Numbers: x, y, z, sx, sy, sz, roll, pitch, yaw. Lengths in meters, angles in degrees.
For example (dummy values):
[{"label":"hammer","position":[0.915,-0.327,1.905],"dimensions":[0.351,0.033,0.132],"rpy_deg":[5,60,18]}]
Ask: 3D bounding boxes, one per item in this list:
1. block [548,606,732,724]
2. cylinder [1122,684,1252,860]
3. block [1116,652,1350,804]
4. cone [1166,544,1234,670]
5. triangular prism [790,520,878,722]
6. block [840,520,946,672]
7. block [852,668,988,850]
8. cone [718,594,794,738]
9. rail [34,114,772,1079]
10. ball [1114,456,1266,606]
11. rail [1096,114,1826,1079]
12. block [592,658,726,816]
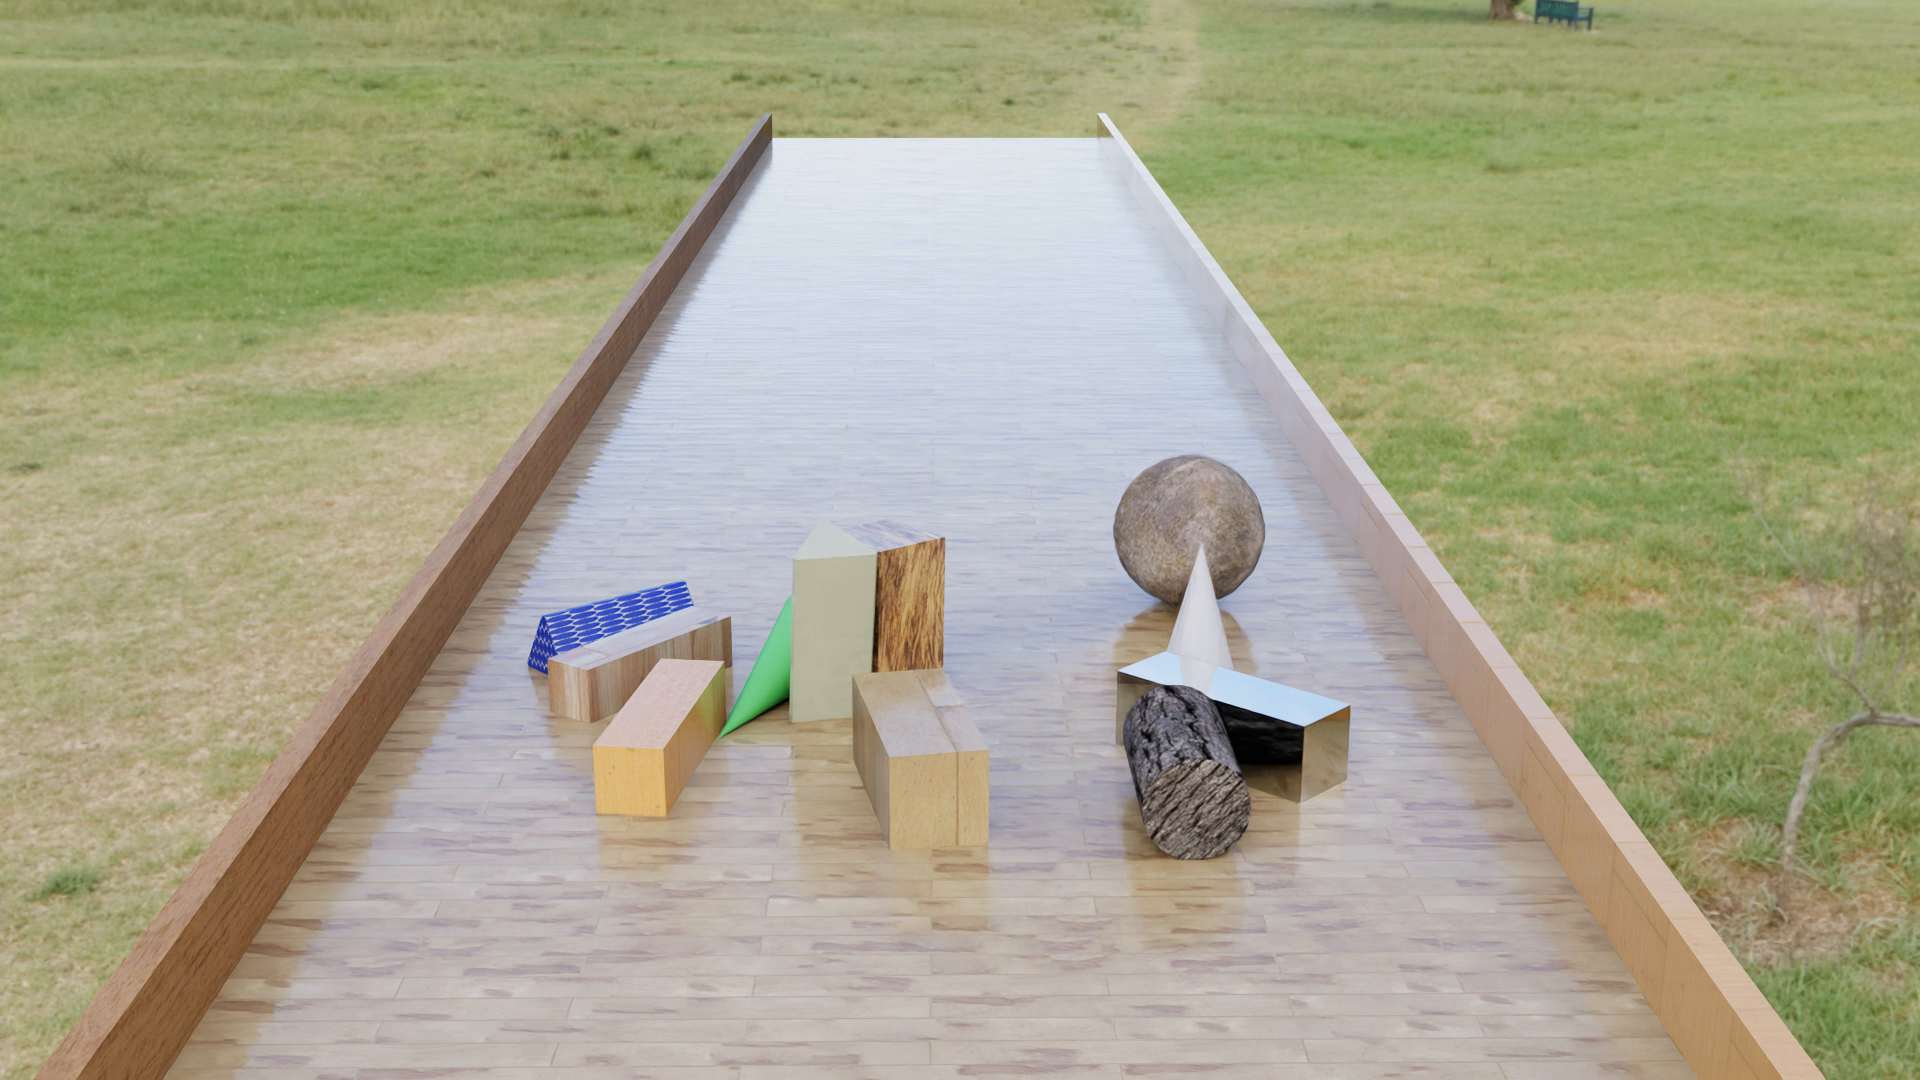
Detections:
[{"label":"block","position":[-0.612,0.237,4.246],"dimensions":[0.105,0.105,0.392],"rpy_deg":[12,20,35]},{"label":"cylinder","position":[0.372,0.380,3.645],"dimensions":[0.174,0.174,0.336],"rpy_deg":[0,17,-1]},{"label":"block","position":[0.477,0.326,3.885],"dimensions":[0.402,0.141,0.141],"rpy_deg":[15,22,41]},{"label":"cone","position":[0.447,0.160,4.112],"dimensions":[0.178,0.329,0.178],"rpy_deg":[0,17,0]},{"label":"triangular prism","position":[-0.247,0.148,4.072],"dimensions":[0.151,0.352,0.131],"rpy_deg":[-4,31,-13]},{"label":"block","position":[-0.148,0.143,4.182],"dimensions":[0.166,0.316,0.166],"rpy_deg":[-13,21,-42]},{"label":"block","position":[-0.072,0.364,3.719],"dimensions":[0.162,0.162,0.393],"rpy_deg":[-3,17,-11]},{"label":"cone","position":[-0.357,0.268,4.176],"dimensions":[0.176,0.176,0.426],"rpy_deg":[7,30,23]},{"label":"rail","position":[-1.118,-0.838,7.780],"dimensions":[0.050,0.150,12.000],"rpy_deg":[0,17,-1]},{"label":"ball","position":[0.492,-0.020,4.726],"dimensions":[0.324,0.324,0.324],"rpy_deg":[0,17,0]},{"label":"rail","position":[0.932,-0.844,7.801],"dimensions":[0.050,0.150,12.000],"rpy_deg":[0,17,-1]},{"label":"block","position":[-0.522,0.340,3.871],"dimensions":[0.120,0.120,0.434],"rpy_deg":[2,17,7]}]
